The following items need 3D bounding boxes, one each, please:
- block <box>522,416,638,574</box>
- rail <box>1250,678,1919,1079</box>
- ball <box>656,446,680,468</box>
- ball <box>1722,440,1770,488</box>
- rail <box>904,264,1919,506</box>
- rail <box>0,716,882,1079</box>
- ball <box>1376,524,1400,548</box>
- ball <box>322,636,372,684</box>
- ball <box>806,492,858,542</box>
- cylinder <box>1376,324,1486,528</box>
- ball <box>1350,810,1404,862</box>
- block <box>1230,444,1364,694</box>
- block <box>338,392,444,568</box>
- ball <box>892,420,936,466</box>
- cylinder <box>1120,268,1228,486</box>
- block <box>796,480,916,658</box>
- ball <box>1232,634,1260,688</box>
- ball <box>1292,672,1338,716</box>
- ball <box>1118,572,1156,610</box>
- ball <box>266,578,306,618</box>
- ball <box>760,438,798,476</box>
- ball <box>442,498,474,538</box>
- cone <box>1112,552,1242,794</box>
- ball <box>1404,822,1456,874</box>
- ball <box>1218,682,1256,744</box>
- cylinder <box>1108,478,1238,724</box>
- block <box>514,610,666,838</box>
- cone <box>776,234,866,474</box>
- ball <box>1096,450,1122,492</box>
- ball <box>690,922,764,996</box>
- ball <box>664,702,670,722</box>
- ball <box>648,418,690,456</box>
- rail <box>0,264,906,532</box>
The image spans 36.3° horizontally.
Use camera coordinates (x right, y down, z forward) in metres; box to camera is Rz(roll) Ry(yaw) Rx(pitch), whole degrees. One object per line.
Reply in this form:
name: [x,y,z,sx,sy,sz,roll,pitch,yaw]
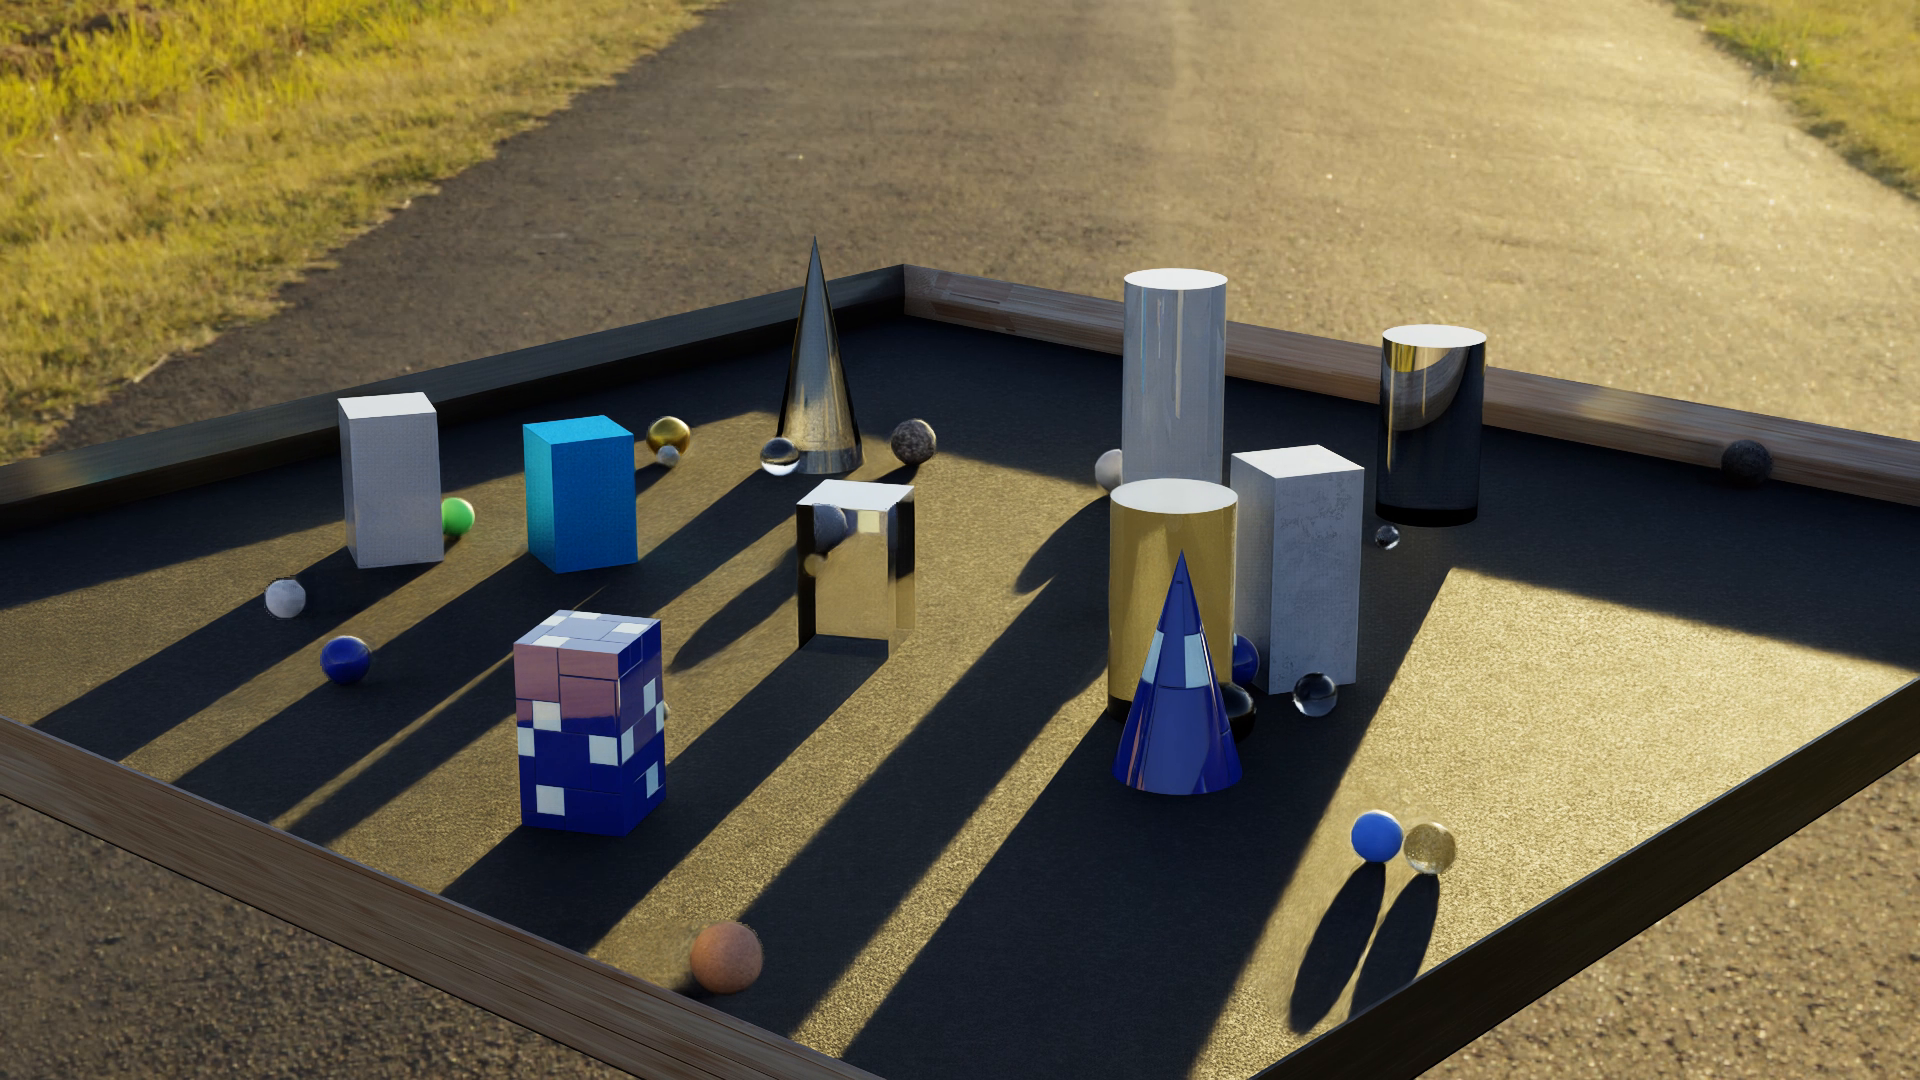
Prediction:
block: [-0.687,-0.084,5.310,0.155,0.240,0.155,-8,19,-25]
rail: [1.188,0.330,4.132,0.045,0.126,3.253,14,22,39]
ball: [-0.591,-0.168,5.924,0.046,0.046,0.046,0,17,0]
ball: [1.550,-0.151,5.782,0.095,0.095,0.095,0,17,0]
rail: [1.051,-0.318,6.279,3.195,0.126,0.045,14,22,39]
rail: [-1.051,0.381,3.962,3.195,0.126,0.045,14,22,39]
ball: [0.786,-0.006,5.388,0.044,0.044,0.044,0,17,0]
ball: [-0.979,0.191,4.680,0.077,0.077,0.077,0,17,0]
ball: [-0.238,-0.043,5.424,0.095,0.095,0.095,0,17,0]
cylinder: [0.893,-0.218,5.567,0.194,0.347,0.194,0,17,0]
ball: [0.567,0.403,3.988,0.071,0.071,0.071,0,17,0]
block: [0.532,0.046,4.680,0.155,0.355,0.155,-6,18,-20]
block: [-1.034,-0.110,5.328,0.155,0.278,0.155,-6,18,-18]
ball: [-0.094,-0.198,5.942,0.092,0.092,0.092,0,17,0]
cylinder: [0.406,-0.277,5.586,0.194,0.449,0.194,0,17,0]
block: [-0.171,0.046,4.856,0.155,0.252,0.155,5,17,15]
ball: [0.428,0.193,4.647,0.092,0.092,0.092,0,17,0]
ball: [0.549,0.239,4.535,0.069,0.069,0.069,0,17,0]
ball: [0.304,0.087,5.045,0.065,0.065,0.065,0,17,0]
ball: [-1.149,0.100,4.996,0.068,0.068,0.068,0,17,0]
ball: [-0.361,-0.167,5.864,0.078,0.078,0.078,0,17,0]
ball: [-0.941,-0.041,5.457,0.073,0.073,0.073,0,17,0]
cone: [0.320,0.176,4.272,0.194,0.342,0.194,0,17,0]
ball: [0.633,0.415,3.948,0.070,0.070,0.070,0,17,0]
ball: [0.398,0.262,4.412,0.097,0.097,0.097,0,17,0]
cylinder: [0.326,0.099,4.516,0.194,0.348,0.194,0,17,0]
block: [-0.519,0.256,4.130,0.155,0.270,0.155,5,17,16]
cone: [-0.289,-0.386,5.910,0.194,0.470,0.194,0,17,0]
ball: [0.308,-0.134,5.744,0.085,0.085,0.085,0,17,0]
ball: [-0.285,0.513,3.592,0.089,0.089,0.089,0,17,0]
ball: [-0.468,0.264,4.495,0.044,0.044,0.044,0,17,0]
ball: [-0.594,-0.207,5.982,0.087,0.087,0.087,0,17,0]
rail: [-1.188,-0.267,6.108,0.045,0.126,3.253,14,22,39]
